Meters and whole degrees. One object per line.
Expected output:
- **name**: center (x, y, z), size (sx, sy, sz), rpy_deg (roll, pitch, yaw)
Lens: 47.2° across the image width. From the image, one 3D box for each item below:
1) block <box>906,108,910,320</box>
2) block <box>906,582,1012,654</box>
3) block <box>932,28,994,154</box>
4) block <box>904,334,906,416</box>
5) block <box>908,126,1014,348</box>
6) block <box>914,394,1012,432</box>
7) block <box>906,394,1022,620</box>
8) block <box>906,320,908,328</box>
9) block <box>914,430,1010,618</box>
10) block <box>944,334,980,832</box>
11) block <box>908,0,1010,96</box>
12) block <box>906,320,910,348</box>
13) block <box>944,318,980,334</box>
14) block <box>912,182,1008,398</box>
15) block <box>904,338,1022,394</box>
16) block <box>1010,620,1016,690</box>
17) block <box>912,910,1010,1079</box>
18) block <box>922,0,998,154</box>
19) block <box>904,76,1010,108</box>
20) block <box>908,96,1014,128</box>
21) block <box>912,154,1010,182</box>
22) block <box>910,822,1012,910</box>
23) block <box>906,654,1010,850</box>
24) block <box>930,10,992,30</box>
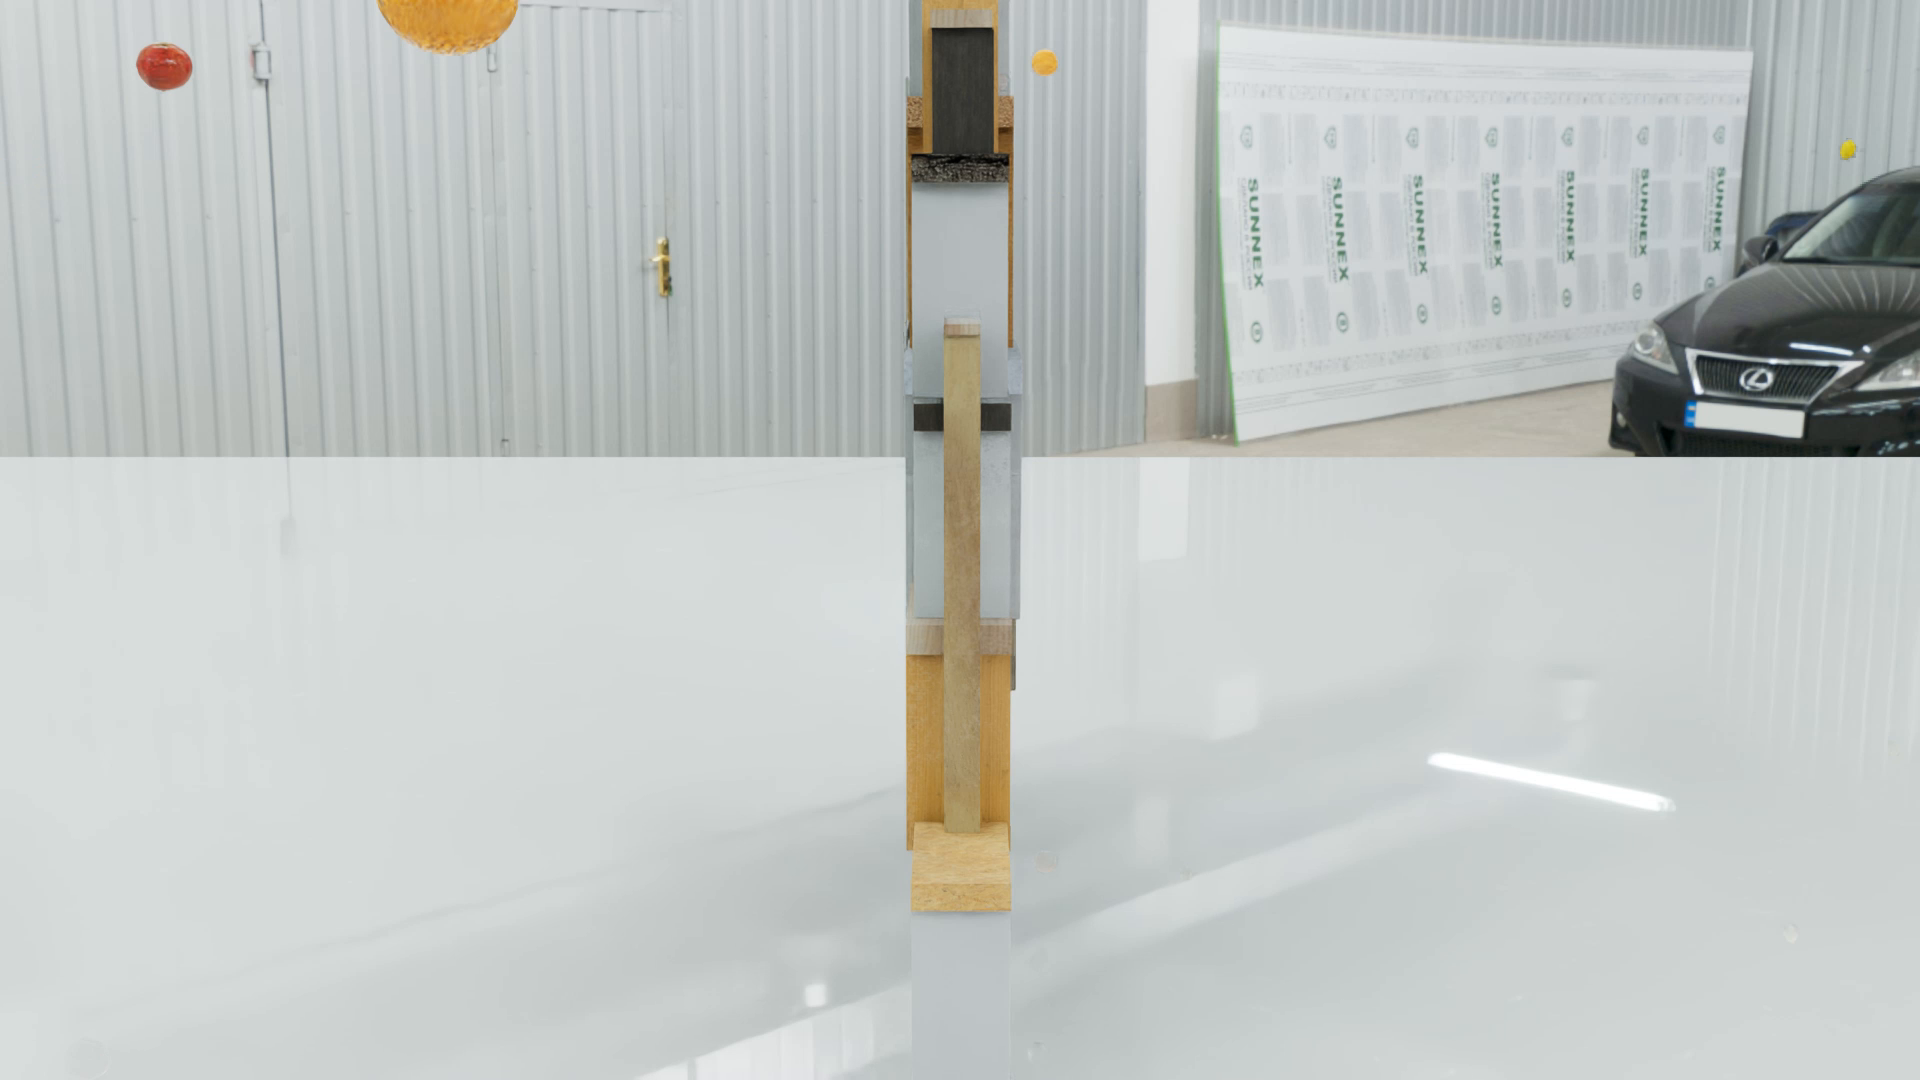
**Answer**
- **block**: center (-0.003, -0.557, 3.757), size (0.176, 0.356, 0.050), rpy_deg (0, 11, 0)
- **block**: center (-0.001, 0.111, 3.172), size (0.146, 0.041, 0.292), rpy_deg (0, 11, 0)
- **block**: center (0.004, -0.619, 3.034), size (0.085, 0.169, 0.024), rpy_deg (0, 11, 0)
- **block**: center (-0.013, -0.205, 4.028), size (0.173, 0.346, 0.049), rpy_deg (-1, 10, 1)
- **block**: center (0.001, -0.472, 3.433), size (0.162, 0.339, 0.046), rpy_deg (0, 11, 0)
- **block**: center (0.002, -0.191, 3.123), size (0.133, 0.038, 0.266), rpy_deg (0, 11, 0)
- **block**: center (0.005, -0.056, 3.348), size (0.175, 0.349, 0.049), rpy_deg (0, 11, 0)
- **block**: center (-0.003, -0.421, 4.114), size (0.173, 0.049, 0.346), rpy_deg (0, 10, 2)
- **block**: center (0.003, -0.026, 3.064), size (0.133, 0.266, 0.038), rpy_deg (0, 11, 0)
- **block**: center (0.003, 0.065, 2.988), size (0.049, 0.690, 0.014), rpy_deg (0, 11, 0)
- **block**: center (-0.002, -0.864, 3.415), size (0.155, 0.346, 0.044), rpy_deg (0, 11, 0)
- **block**: center (-0.001, -0.353, 3.769), size (0.171, 0.049, 0.343), rpy_deg (0, 11, 0)
- **block**: center (0.003, -0.287, 2.956), size (0.049, 0.014, 0.099), rpy_deg (0, 11, 0)
- **block**: center (0.000, -0.346, 3.045), size (0.132, 0.295, 0.037), rpy_deg (0, 11, 0)
- **block**: center (0.005, -0.273, 3.425), size (0.175, 0.049, 0.349), rpy_deg (0, 11, 0)
- **block**: center (0.004, -0.013, 3.592), size (0.175, 0.522, 0.049), rpy_deg (0, 11, 0)
- **block**: center (0.001, 0.599, 2.910), size (0.130, 0.259, 0.037), rpy_deg (0, 11, 0)
- **block**: center (0.000, -0.717, 3.201), size (0.110, 0.303, 0.031), rpy_deg (0, 11, 0)
- **block**: center (-0.002, -0.782, 3.835), size (0.176, 0.050, 0.353), rpy_deg (0, 12, 0)
- **block**: center (0.001, -0.681, 3.503), size (0.162, 0.046, 0.324), rpy_deg (0, 11, 0)
- **block**: center (0.000, -0.526, 3.102), size (0.132, 0.037, 0.265), rpy_deg (0, 10, 0)
- **block**: center (0.001, 0.438, 2.968), size (0.130, 0.037, 0.259), rpy_deg (0, 11, 0)
- **block**: center (-0.002, 0.293, 3.107), size (0.146, 0.292, 0.041), rpy_deg (0, 11, 0)
- **block**: center (0.002, -0.724, 3.072), size (0.085, 0.024, 0.169), rpy_deg (0, 10, 0)
